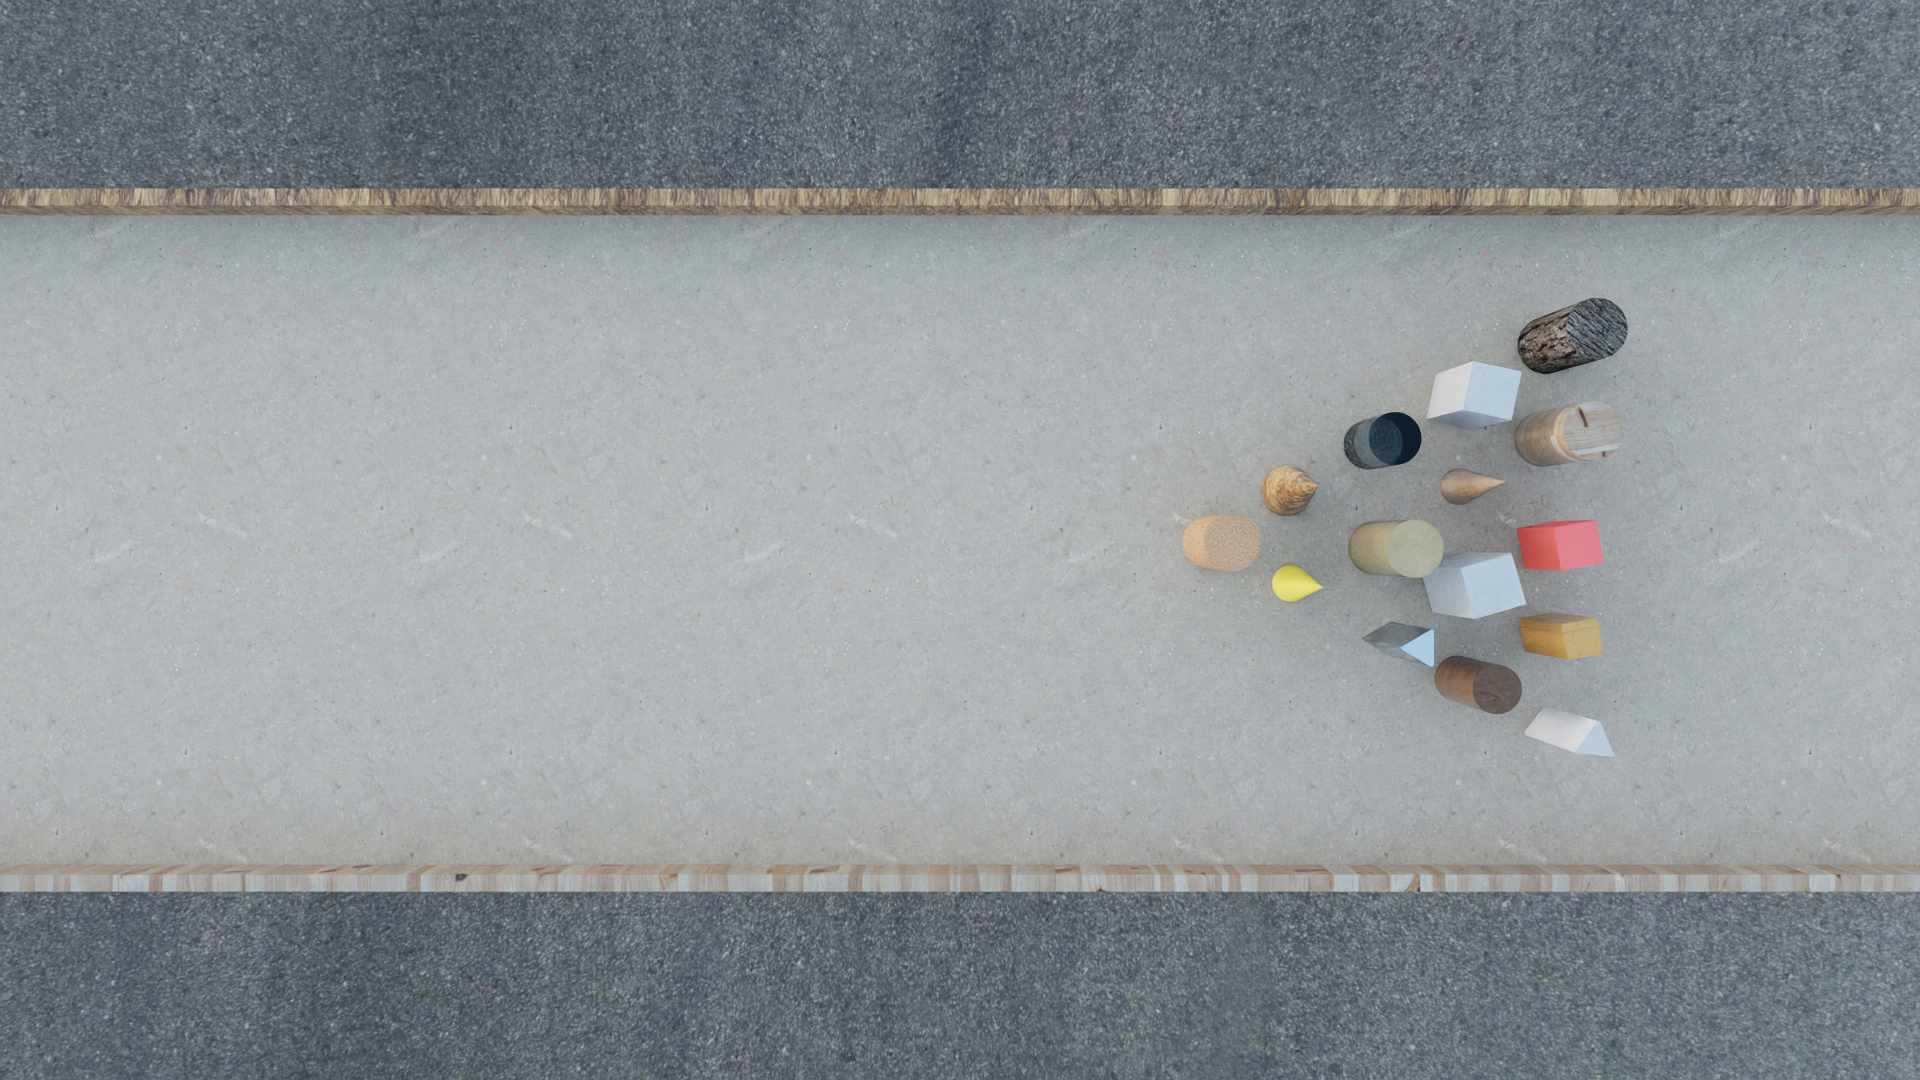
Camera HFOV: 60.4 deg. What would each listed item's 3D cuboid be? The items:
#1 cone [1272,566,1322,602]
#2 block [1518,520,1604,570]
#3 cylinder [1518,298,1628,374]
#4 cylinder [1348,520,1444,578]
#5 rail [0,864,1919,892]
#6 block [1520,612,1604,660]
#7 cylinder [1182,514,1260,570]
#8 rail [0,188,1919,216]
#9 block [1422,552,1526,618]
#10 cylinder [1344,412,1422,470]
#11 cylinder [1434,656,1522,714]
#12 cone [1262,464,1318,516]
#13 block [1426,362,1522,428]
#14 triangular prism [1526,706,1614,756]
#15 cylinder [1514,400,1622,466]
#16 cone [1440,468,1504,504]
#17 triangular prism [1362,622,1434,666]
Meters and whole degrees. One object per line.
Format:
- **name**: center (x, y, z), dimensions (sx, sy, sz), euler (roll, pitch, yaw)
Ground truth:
- **cone**: center (1.018, 0.134, 4.853), dimensions (0.113, 0.448, 0.113), euler (0, 90, 0)
- **block**: center (1.788, 0.015, 4.921), dimensions (0.126, 0.311, 0.126), euler (-10, 90, 0)
- **cylinder**: center (1.803, -0.599, 4.873), dimensions (0.175, 0.407, 0.175), euler (0, 90, 0)
- **cylinder**: center (1.277, 0.024, 4.854), dimensions (0.164, 0.446, 0.164), euler (0, 90, 0)
- **rail**: center (-2.247, 1.025, 5.001), dimensions (12.000, 0.150, 0.050), euler (0, 90, 0)
- **block**: center (1.781, 0.283, 4.897), dimensions (0.104, 0.359, 0.104), euler (-11, 90, 0)
- **cylinder**: center (0.764, 0.007, 4.854), dimensions (0.160, 0.444, 0.160), euler (0, 90, 0)
- **rail**: center (-2.247, -1.025, 5.002), dimensions (12.000, 0.150, 0.050), euler (0, 90, 0)
- **block**: center (1.506, 0.130, 4.867), dimensions (0.150, 0.420, 0.150), euler (-16, 90, 0)
- **cylinder**: center (1.257, -0.293, 4.921), dimensions (0.154, 0.310, 0.154), euler (0, 90, 0)
- **cylinder**: center (1.531, 0.426, 4.888), dimensions (0.141, 0.378, 0.141), euler (0, 90, 0)
- **cone**: center (1.006, -0.153, 4.849), dimensions (0.158, 0.454, 0.158), euler (0, 90, 0)
- **block**: center (1.519, -0.426, 4.892), dimensions (0.142, 0.370, 0.142), euler (12, 90, 0)
- **triangular prism**: center (1.796, 0.557, 4.864), dimensions (0.108, 0.425, 0.094), euler (7, 90, 0)
- **cylinder**: center (1.792, -0.310, 4.873), dimensions (0.169, 0.407, 0.169), euler (0, 90, 0)
- **cone**: center (1.536, -0.164, 4.856), dimensions (0.114, 0.440, 0.114), euler (0, 90, 0)
- **triangular prism**: center (1.307, 0.291, 4.855), dimensions (0.104, 0.443, 0.090), euler (30, 90, 0)
